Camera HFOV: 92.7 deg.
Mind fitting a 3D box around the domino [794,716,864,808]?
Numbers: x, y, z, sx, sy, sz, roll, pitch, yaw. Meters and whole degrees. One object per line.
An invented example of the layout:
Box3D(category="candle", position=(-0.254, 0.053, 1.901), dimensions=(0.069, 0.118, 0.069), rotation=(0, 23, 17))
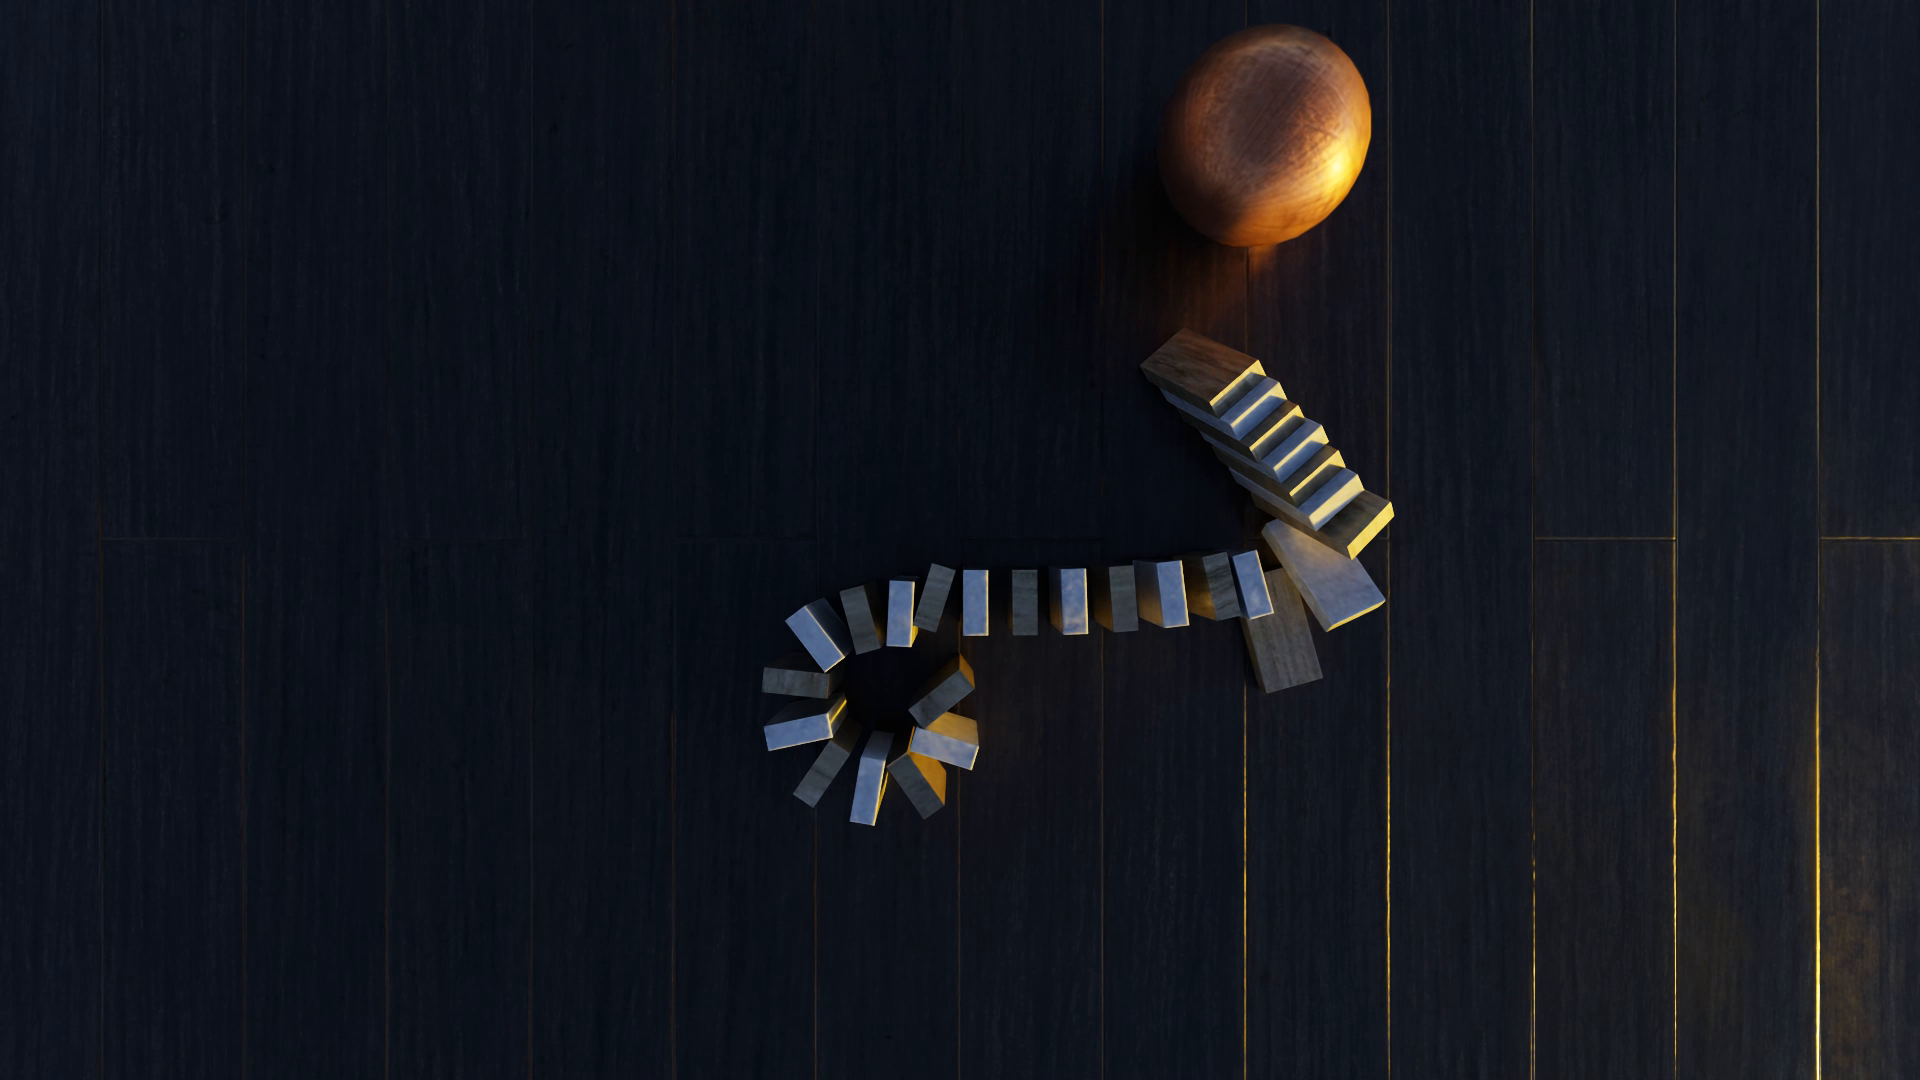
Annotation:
Box3D(category="domino", position=(-0.053, 0.089, 0.375), dimensions=(0.009, 0.050, 0.025), rotation=(35, 90, 0))

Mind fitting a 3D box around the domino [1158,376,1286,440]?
Box3D(category="domino", position=(0.107, -0.061, 0.377), dimensions=(0.025, 0.050, 0.009), rotation=(-41, 126, 0))

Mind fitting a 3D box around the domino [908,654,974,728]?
Box3D(category="domino", position=(-0.007, 0.061, 0.375), dimensions=(0.025, 0.050, 0.009), rotation=(-38, 90, 0))

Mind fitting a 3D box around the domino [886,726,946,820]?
Box3D(category="domino", position=(-0.017, 0.094, 0.375), dimensions=(0.009, 0.050, 0.025), rotation=(-35, 90, 0))

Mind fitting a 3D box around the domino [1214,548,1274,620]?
Box3D(category="domino", position=(0.112, 0.017, 0.375), dimensions=(0.010, 0.050, 0.025), rotation=(-15, 90, 0))

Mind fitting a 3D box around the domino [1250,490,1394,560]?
Box3D(category="domino", position=(0.148, -0.015, 0.378), dimensions=(0.025, 0.050, 0.009), rotation=(-44, 134, -5))

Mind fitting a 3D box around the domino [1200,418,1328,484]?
Box3D(category="domino", position=(0.123, -0.044, 0.377), dimensions=(0.025, 0.050, 0.009), rotation=(-41, 126, 0))

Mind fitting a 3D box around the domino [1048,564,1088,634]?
Box3D(category="domino", position=(0.044, 0.024, 0.375), dimensions=(0.010, 0.050, 0.025), rotation=(-2, 90, 0))

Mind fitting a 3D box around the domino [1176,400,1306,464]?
Box3D(category="domino", position=(0.114, -0.052, 0.377), dimensions=(0.025, 0.050, 0.009), rotation=(-41, 126, 0))

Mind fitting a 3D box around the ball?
Box3D(category="ball", position=(0.118, -0.157, 0.360), dimensions=(0.080, 0.080, 0.080), rotation=(0, 90, 0))

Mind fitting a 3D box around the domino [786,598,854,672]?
Box3D(category="domino", position=(-0.056, 0.038, 0.375), dimensions=(0.009, 0.050, 0.025), rotation=(-38, 90, 0))

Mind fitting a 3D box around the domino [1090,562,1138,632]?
Box3D(category="domino", position=(0.063, 0.022, 0.375), dimensions=(0.009, 0.050, 0.025), rotation=(-4, 90, 0))

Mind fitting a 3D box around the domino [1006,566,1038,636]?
Box3D(category="domino", position=(0.025, 0.024, 0.375), dimensions=(0.010, 0.050, 0.025), rotation=(-1, 90, 0))

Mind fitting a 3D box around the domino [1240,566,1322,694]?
Box3D(category="domino", position=(0.136, 0.038, 0.395), dimensions=(0.025, 0.010, 0.050), rotation=(-15, 90, 0))

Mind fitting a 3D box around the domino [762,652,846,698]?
Box3D(category="domino", position=(-0.063, 0.055, 0.375), dimensions=(0.025, 0.050, 0.010), rotation=(6, 90, 0))

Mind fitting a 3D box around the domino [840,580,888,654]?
Box3D(category="domino", position=(-0.038, 0.031, 0.375), dimensions=(0.010, 0.050, 0.025), rotation=(-15, 90, 0))

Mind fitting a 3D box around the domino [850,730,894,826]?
Box3D(category="domino", position=(-0.035, 0.096, 0.375), dimensions=(0.009, 0.050, 0.025), rotation=(10, 90, 0))

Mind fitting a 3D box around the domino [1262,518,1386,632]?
Box3D(category="domino", position=(0.152, 0.011, 0.385), dimensions=(0.025, 0.009, 0.050), rotation=(-24, 67, -6))

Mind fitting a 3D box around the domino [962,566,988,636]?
Box3D(category="domino", position=(0.006, 0.024, 0.375), dimensions=(0.010, 0.050, 0.025), rotation=(0, 90, 0))

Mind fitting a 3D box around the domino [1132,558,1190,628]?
Box3D(category="domino", position=(0.081, 0.021, 0.375), dimensions=(0.009, 0.050, 0.025), rotation=(-7, 90, 0))

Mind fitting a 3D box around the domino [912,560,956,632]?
Box3D(category="domino", position=(-0.010, 0.022, 0.375), dimensions=(0.009, 0.050, 0.025), rotation=(18, 90, 0))

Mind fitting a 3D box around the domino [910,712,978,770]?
Box3D(category="domino", position=(-0.006, 0.080, 0.375), dimensions=(0.025, 0.050, 0.009), rotation=(17, 90, 0))

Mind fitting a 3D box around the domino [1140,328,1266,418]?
Box3D(category="domino", position=(0.099, -0.070, 0.377), dimensions=(0.025, 0.050, 0.009), rotation=(-41, 126, 0))

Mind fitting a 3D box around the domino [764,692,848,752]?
Box3D(category="domino", position=(-0.062, 0.073, 0.375), dimensions=(0.025, 0.050, 0.009), rotation=(-12, 90, 0))

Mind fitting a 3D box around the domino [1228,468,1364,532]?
Box3D(category="domino", position=(0.137, -0.025, 0.377), dimensions=(0.025, 0.050, 0.010), rotation=(-41, 126, 0))

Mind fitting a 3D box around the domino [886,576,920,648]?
Box3D(category="domino", position=(-0.023, 0.028, 0.375), dimensions=(0.009, 0.050, 0.025), rotation=(3, 90, 0))

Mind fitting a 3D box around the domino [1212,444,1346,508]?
Box3D(category="domino", position=(0.130, -0.034, 0.377), dimensions=(0.025, 0.050, 0.009), rotation=(-41, 126, 0))

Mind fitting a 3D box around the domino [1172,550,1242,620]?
Box3D(category="domino", position=(0.100, 0.018, 0.375), dimensions=(0.010, 0.050, 0.025), rotation=(-13, 90, 0))
